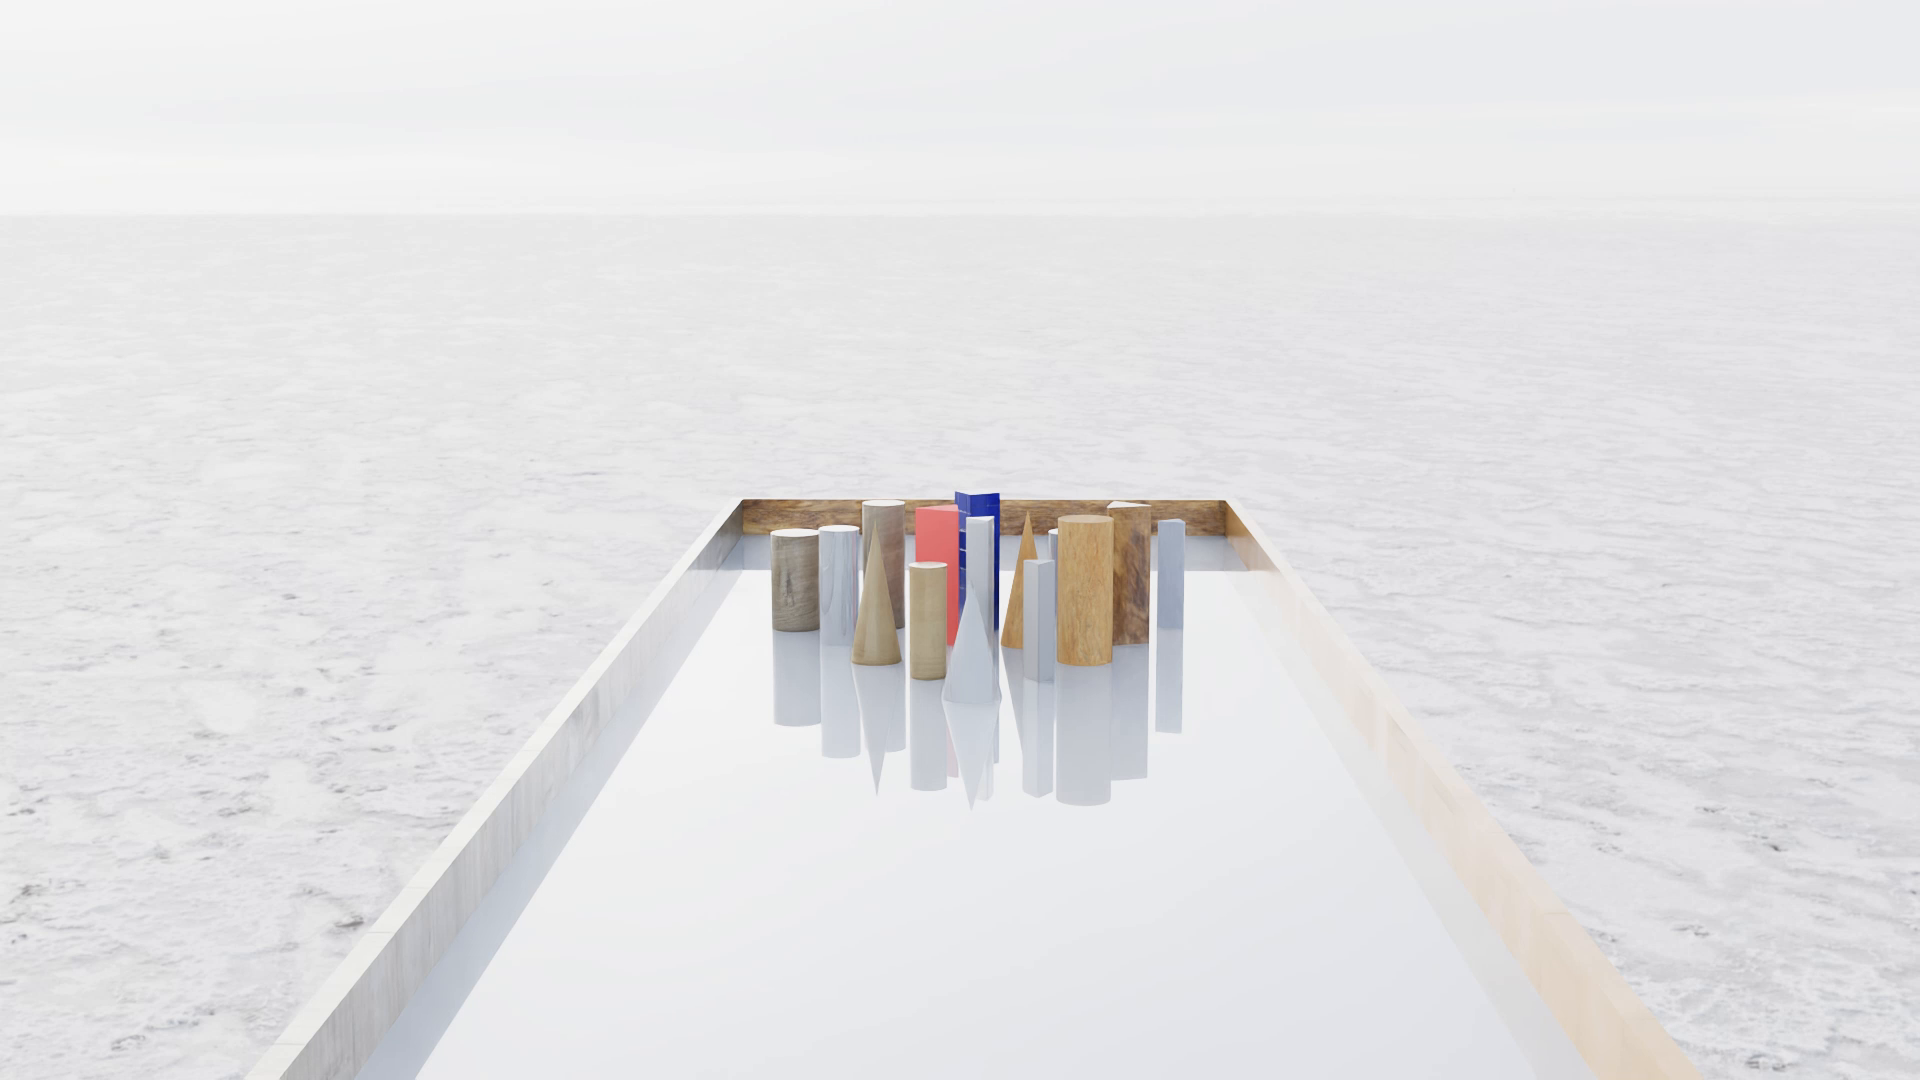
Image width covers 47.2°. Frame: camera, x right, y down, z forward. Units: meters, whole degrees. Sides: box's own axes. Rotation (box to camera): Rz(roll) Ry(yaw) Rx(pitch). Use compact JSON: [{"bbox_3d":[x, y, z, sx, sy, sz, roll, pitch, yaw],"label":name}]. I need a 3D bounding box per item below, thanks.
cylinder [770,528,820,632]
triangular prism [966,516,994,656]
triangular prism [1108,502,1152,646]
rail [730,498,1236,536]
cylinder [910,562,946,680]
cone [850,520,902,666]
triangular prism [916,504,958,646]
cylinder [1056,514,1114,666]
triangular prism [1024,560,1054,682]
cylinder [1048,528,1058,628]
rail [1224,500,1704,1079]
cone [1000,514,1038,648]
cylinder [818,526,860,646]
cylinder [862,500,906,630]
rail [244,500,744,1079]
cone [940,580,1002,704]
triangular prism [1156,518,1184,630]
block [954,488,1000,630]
[{"bbox_3d":[-0.534,0.131,7.178,0.164,0.314,0.164,0,9,0],"label":"cylinder"},{"bbox_3d":[0.077,0.147,6.691,0.087,0.435,0.076,8,12,42],"label":"triangular prism"},{"bbox_3d":[0.510,0.103,6.956,0.146,0.439,0.126,-3,9,-17],"label":"triangular prism"},{"bbox_3d":[0.099,-0.098,9.147,2.100,0.150,0.050,0,9,1],"label":"rail"},{"bbox_3d":[-0.093,0.237,6.449,0.110,0.334,0.110,0,9,0],"label":"cylinder"},{"bbox_3d":[-0.256,0.153,6.662,0.158,0.432,0.158,0,9,0],"label":"cone"},{"bbox_3d":[-0.044,0.107,6.968,0.151,0.427,0.131,5,10,28],"label":"triangular prism"},{"bbox_3d":[0.379,0.151,6.664,0.169,0.435,0.169,0,9,0],"label":"cylinder"},{"bbox_3d":[0.219,0.233,6.427,0.078,0.348,0.090,6,11,32],"label":"triangular prism"},{"bbox_3d":[0.366,0.126,7.217,0.153,0.312,0.153,0,9,0],"label":"cylinder"},{"bbox_3d":[1.046,0.843,3.208,0.050,0.150,12.000,0,9,1],"label":"rail"},{"bbox_3d":[0.213,0.115,6.913,0.172,0.430,0.172,0,9,0],"label":"cone"},{"bbox_3d":[-0.381,0.143,6.943,0.127,0.364,0.127,0,9,0],"label":"cylinder"},{"bbox_3d":[-0.248,0.081,7.191,0.140,0.409,0.140,0,9,0],"label":"cylinder"},{"bbox_3d":[-1.004,0.839,3.234,0.050,0.150,12.000,0,9,1],"label":"rail"},{"bbox_3d":[0.033,0.275,6.188,0.176,0.340,0.176,0,9,0],"label":"cone"},{"bbox_3d":[0.701,0.109,7.199,0.091,0.351,0.079,4,10,23],"label":"triangular prism"},{"bbox_3d":[0.056,0.065,7.160,0.108,0.450,0.108,-5,10,-28],"label":"block"}]
